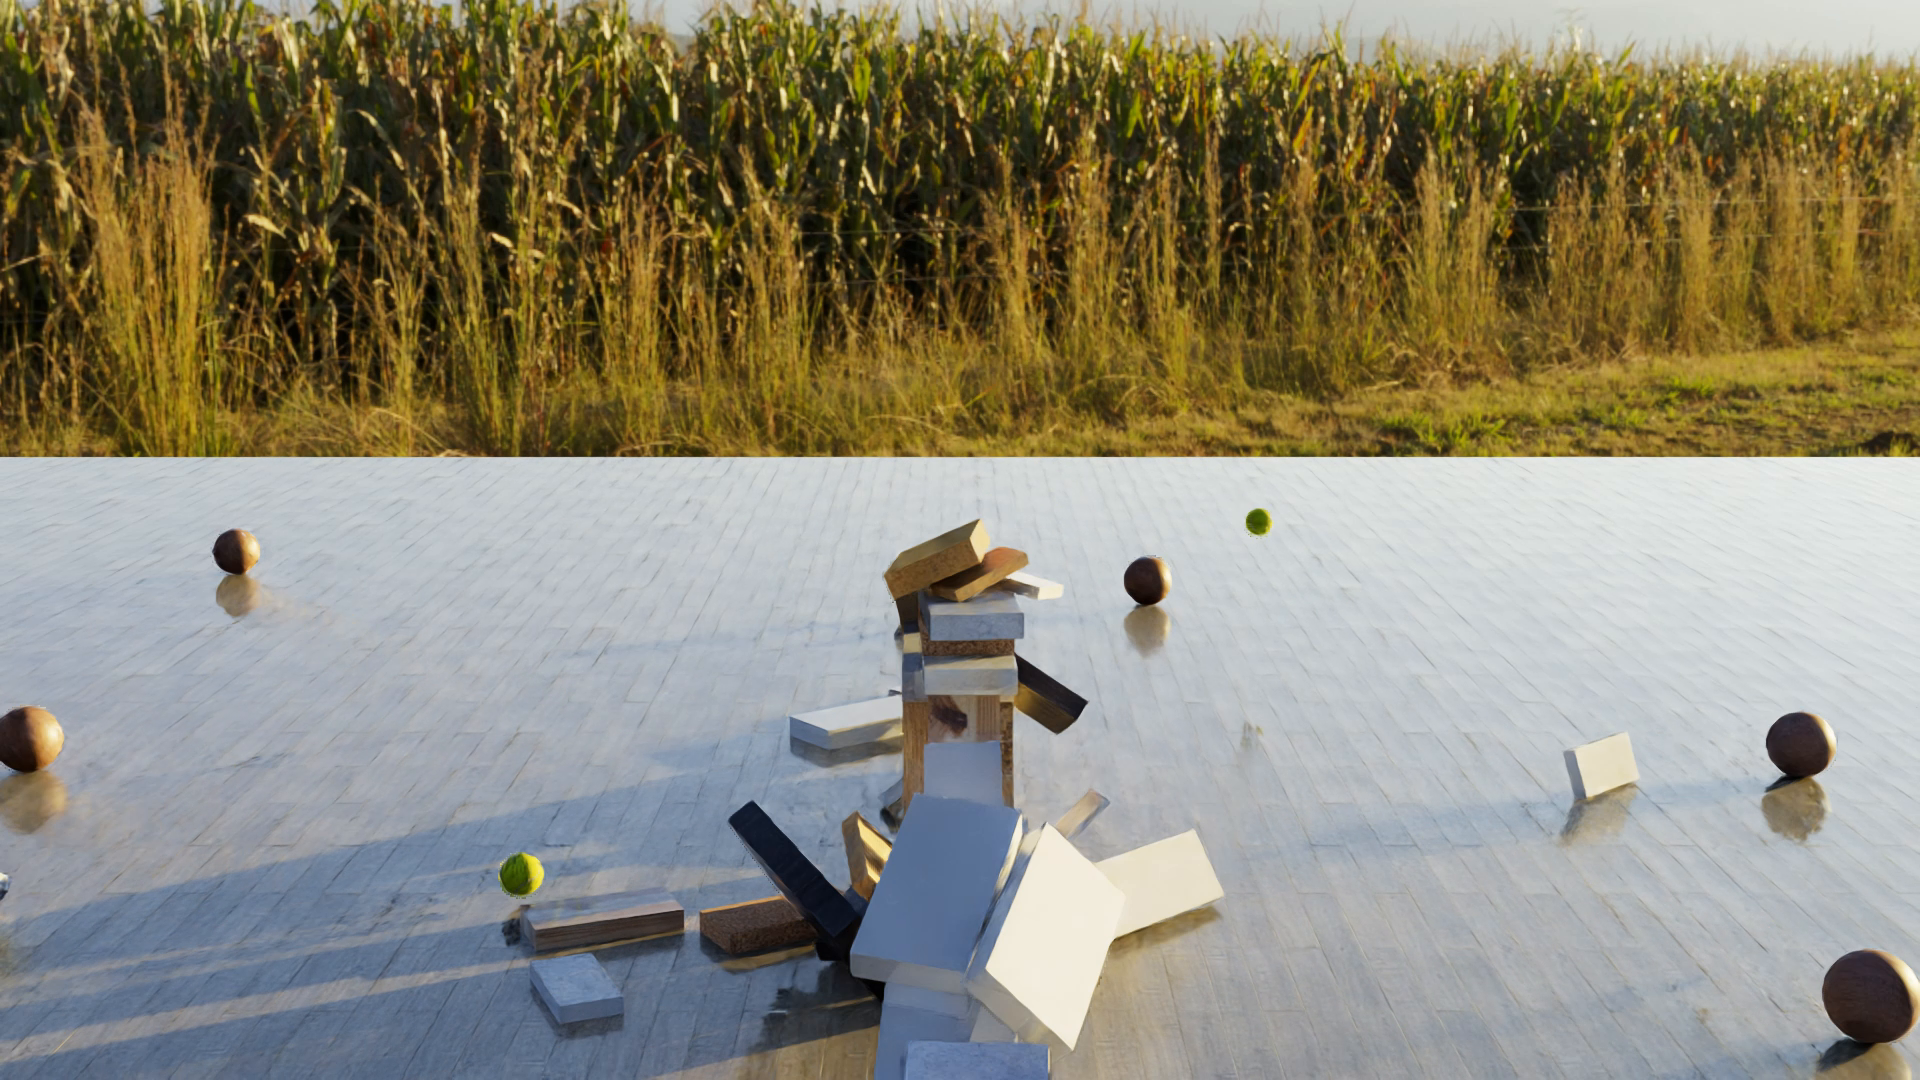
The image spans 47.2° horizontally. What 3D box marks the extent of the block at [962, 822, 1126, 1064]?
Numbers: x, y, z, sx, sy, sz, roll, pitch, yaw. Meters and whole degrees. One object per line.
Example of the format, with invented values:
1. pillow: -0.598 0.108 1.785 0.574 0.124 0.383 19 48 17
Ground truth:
1. block: 0.116 0.523 2.885 0.044 0.155 0.311 -40 11 32

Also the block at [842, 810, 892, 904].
1. block: -0.125 0.510 3.387 0.032 0.112 0.225 -42 18 7

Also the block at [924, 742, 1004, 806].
1. block: 0.005 0.385 3.211 0.115 0.033 0.229 -2 37 0

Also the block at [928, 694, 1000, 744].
1. block: 0.004 0.381 3.431 0.112 0.340 0.032 1 -17 2

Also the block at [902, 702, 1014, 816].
1. block: -0.003 0.422 3.597 0.178 0.356 0.050 0 11 0

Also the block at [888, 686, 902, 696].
1. block: -0.007 0.338 4.915 0.145 0.041 0.291 9 14 40

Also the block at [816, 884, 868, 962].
1. block: -0.134 0.578 3.426 0.112 0.032 0.225 -7 20 20

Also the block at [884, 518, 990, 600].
1. block: -0.034 0.028 3.565 0.147 0.042 0.294 -23 5 6

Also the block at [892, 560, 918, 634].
1. block: -0.017 0.226 4.080 0.147 0.042 0.794 -1 -26 4

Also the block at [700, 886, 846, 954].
1. block: -0.281 0.604 3.504 0.238 0.034 0.119 -6 12 -30

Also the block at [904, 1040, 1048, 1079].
1. block: 0.015 0.719 2.557 0.172 0.049 0.344 1 28 3

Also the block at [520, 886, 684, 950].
1. block: -0.572 0.603 3.509 0.238 0.034 0.119 -4 11 -22

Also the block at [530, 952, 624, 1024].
1. block: -0.565 0.657 3.233 0.094 0.027 0.188 -5 11 -23

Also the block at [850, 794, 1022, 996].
1. block: -0.028 0.470 2.948 0.155 0.044 0.310 7 37 13

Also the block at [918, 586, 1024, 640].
1. block: 0.014 0.106 3.488 0.143 0.040 0.285 -1 11 -5

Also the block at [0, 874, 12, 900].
1. block: -1.616 0.536 3.487 0.188 0.094 0.027 29 36 -27

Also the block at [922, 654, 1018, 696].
1. block: 0.012 0.190 3.482 0.143 0.040 0.285 0 11 -2

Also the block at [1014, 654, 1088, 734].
1. block: 0.093 0.261 4.213 0.294 0.042 0.147 33 -21 -2

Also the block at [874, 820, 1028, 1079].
1. block: -0.009 0.586 2.865 0.172 0.049 0.601 1 36 4

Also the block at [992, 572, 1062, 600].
1. block: 0.086 0.066 3.540 0.144 0.020 0.072 16 11 32

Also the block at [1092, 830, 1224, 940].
1. block: 0.295 0.556 3.525 0.294 0.119 0.034 -10 -19 -43

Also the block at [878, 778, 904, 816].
1. block: -0.081 0.452 4.116 0.150 0.021 0.075 -39 17 -6

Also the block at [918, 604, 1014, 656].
1. block: 0.007 0.134 3.561 0.143 0.040 0.285 -1 11 -3

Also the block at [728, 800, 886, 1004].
1. block: -0.215 0.537 3.281 0.049 0.172 0.344 -39 39 -12

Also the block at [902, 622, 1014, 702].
1. block: -0.005 0.200 3.674 0.178 0.050 0.356 0 11 0

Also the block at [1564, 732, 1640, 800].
1. block: 1.237 0.434 4.241 0.188 0.094 0.027 -10 -6 -42

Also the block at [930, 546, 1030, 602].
1. block: 0.031 0.053 3.482 0.144 0.020 0.072 -28 24 -28

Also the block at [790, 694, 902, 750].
1. block: -0.200 0.385 4.661 0.291 0.041 0.145 -8 13 -37

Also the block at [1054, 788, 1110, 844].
1. block: 0.192 0.441 3.511 0.095 0.013 0.047 -44 28 -10
